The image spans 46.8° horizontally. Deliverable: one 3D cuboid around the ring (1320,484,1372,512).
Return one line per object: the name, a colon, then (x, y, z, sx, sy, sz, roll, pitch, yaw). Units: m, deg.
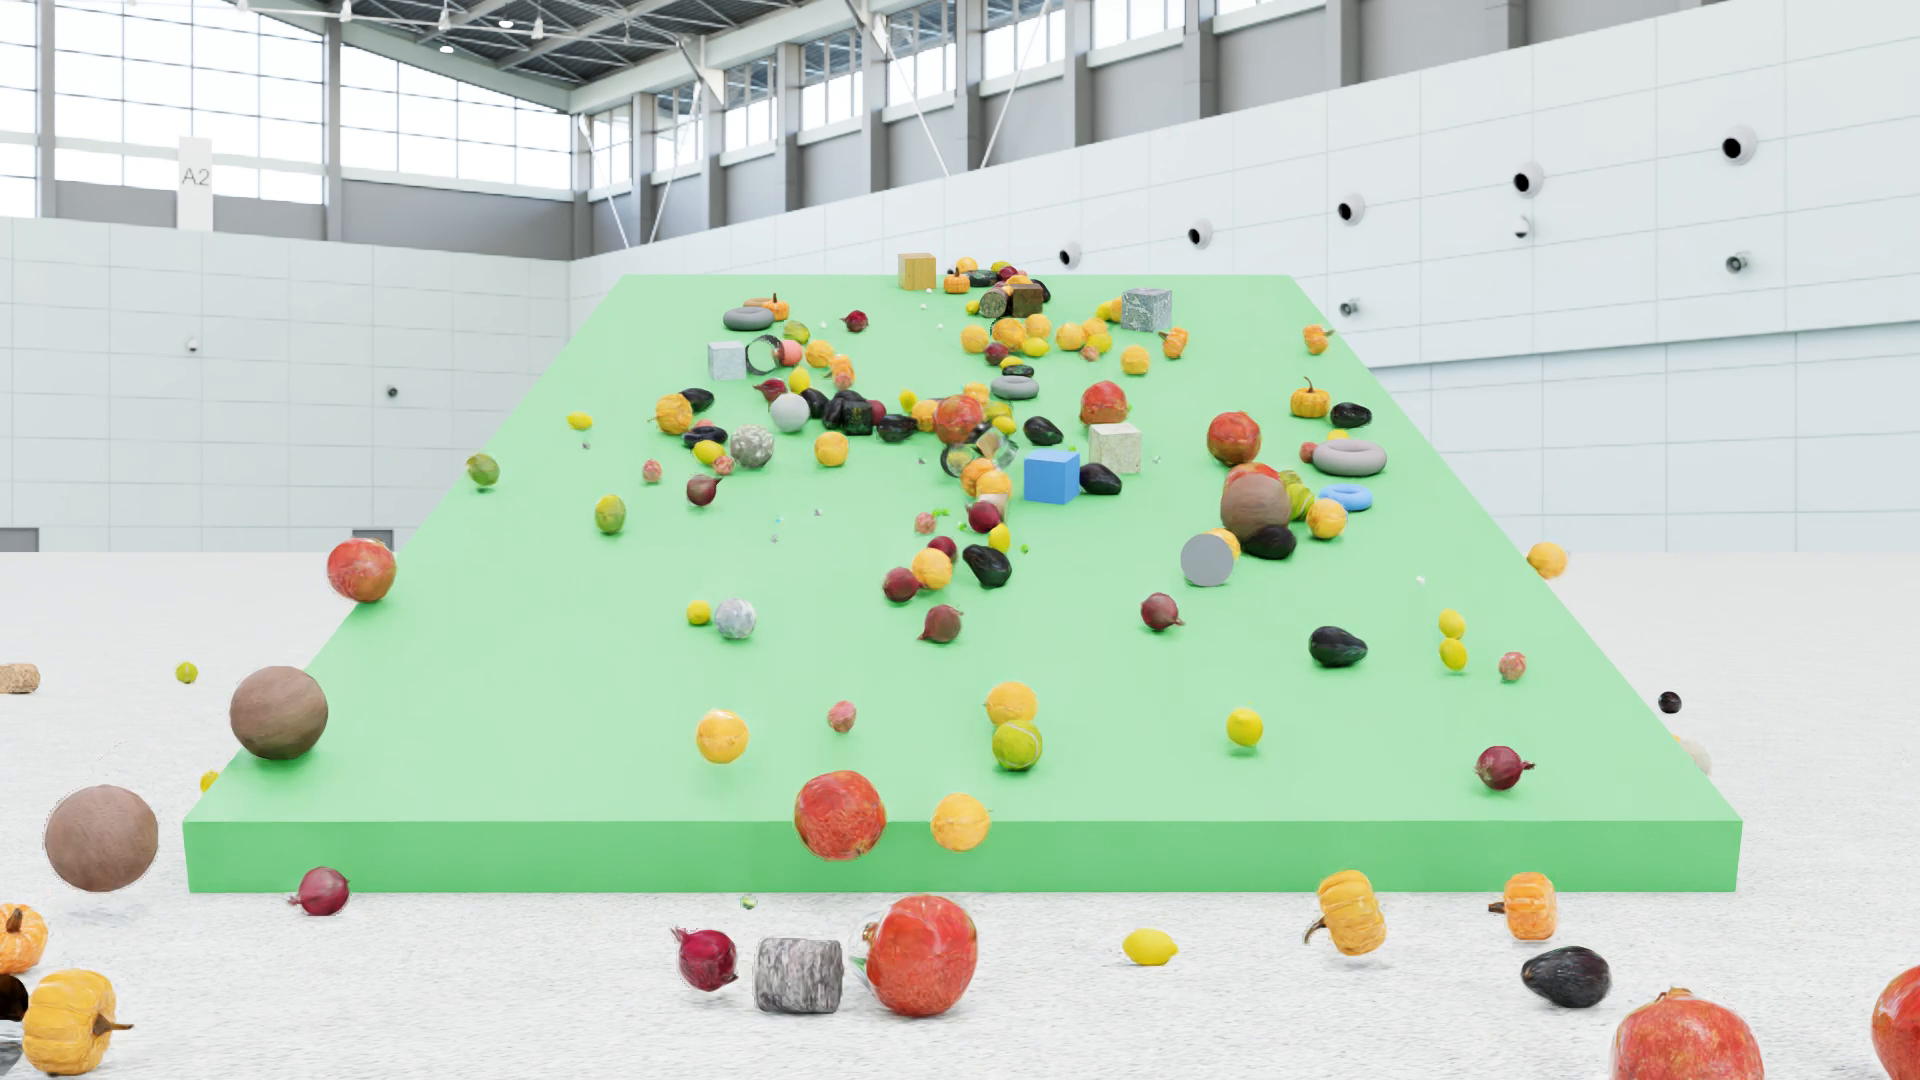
ring: (0.738, -0.082, 4.247, 0.102, 0.034, 0.102, 0, 18, 0)

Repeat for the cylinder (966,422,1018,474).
cylinder: (0.063, -0.187, 4.479, 0.076, 0.076, 0.076, 41, 23, 29)

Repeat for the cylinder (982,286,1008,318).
cylinder: (0.094, -0.646, 6.043, 0.073, 0.073, 0.073, 0, 26, 2)

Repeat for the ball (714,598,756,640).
ball: (-0.355, 0.124, 3.506, 0.067, 0.067, 0.067, 0, 0, 0)

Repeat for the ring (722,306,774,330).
ring: (-0.561, -0.588, 5.895, 0.137, 0.046, 0.137, -1, 18, 0)

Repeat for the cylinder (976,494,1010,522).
cylinder: (0.062, -0.060, 4.140, 0.052, 0.052, 0.052, 4, 1, 11)

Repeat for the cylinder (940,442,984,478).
cylinder: (0.005, -0.158, 4.408, 0.070, 0.070, 0.070, 0, -3, 20)

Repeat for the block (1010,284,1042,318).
block: (0.180, -0.651, 6.048, 0.080, 0.080, 0.080, -2, 17, -6)

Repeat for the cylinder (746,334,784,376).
cylinder: (-0.474, -0.447, 5.363, 0.085, 0.085, 0.085, 0, 22, 6)

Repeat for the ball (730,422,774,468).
ball: (-0.422, -0.191, 4.505, 0.092, 0.092, 0.092, 0, 0, 0)

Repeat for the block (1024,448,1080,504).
block: (0.178, -0.123, 4.295, 0.084, 0.084, 0.084, 7, 18, 21)

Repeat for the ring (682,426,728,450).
ring: (-0.538, -0.216, 4.689, 0.098, 0.033, 0.098, -1, 18, 0)

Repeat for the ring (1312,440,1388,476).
ring: (0.791, -0.167, 4.503, 0.150, 0.050, 0.150, -1, 18, 0)

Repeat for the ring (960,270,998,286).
ring: (0.057, -0.767, 6.502, 0.116, 0.039, 0.116, 0, 16, 0)

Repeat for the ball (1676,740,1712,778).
ball: (1.336, 0.413, 4.088, 0.092, 0.092, 0.092, 0, 0, 0)

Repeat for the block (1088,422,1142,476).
block: (0.314, -0.185, 4.501, 0.084, 0.084, 0.084, -4, 17, -14)

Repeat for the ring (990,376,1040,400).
ring: (0.126, -0.352, 5.131, 0.115, 0.038, 0.115, 1, 17, 0)

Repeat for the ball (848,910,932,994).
ball: (-0.071, 0.412, 2.221, 0.084, 0.084, 0.084, 0, 0, 0)

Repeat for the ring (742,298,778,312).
ring: (-0.548, -0.644, 6.104, 0.098, 0.033, 0.098, -1, 17, 0)

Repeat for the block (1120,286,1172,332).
block: (0.495, -0.611, 5.884, 0.098, 0.098, 0.098, 11, 20, 32)

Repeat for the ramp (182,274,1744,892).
ramp: (-0.003, -0.171, 4.771, 2.000, 0.100, 4.000, 0, 17, 0)

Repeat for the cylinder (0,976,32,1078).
cylinder: (-0.851, 0.408, 1.877, 0.088, 0.088, 0.088, 3, 1, 20)

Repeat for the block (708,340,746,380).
block: (-0.559, -0.430, 5.318, 0.077, 0.077, 0.077, -5, 18, -16)

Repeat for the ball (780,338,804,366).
ball: (-0.417, -0.458, 5.429, 0.067, 0.067, 0.067, 0, 0, 0)

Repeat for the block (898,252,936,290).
block: (-0.125, -0.781, 6.454, 0.092, 0.092, 0.092, -4, 17, -14)

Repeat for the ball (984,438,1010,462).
ball: (0.076, -0.185, 4.555, 0.051, 0.051, 0.051, 0, 0, 0)

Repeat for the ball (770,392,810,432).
ball: (-0.367, -0.275, 4.794, 0.085, 0.085, 0.085, 0, 0, 0)

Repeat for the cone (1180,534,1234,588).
cone: (0.415, 0.043, 3.821, 0.093, 0.093, 0.093, 0, -10, -6)

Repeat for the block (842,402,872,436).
block: (-0.222, -0.262, 4.796, 0.060, 0.060, 0.060, -2, 17, -6)

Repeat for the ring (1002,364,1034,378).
ring: (0.140, -0.402, 5.317, 0.079, 0.026, 0.079, -1, 16, 0)
